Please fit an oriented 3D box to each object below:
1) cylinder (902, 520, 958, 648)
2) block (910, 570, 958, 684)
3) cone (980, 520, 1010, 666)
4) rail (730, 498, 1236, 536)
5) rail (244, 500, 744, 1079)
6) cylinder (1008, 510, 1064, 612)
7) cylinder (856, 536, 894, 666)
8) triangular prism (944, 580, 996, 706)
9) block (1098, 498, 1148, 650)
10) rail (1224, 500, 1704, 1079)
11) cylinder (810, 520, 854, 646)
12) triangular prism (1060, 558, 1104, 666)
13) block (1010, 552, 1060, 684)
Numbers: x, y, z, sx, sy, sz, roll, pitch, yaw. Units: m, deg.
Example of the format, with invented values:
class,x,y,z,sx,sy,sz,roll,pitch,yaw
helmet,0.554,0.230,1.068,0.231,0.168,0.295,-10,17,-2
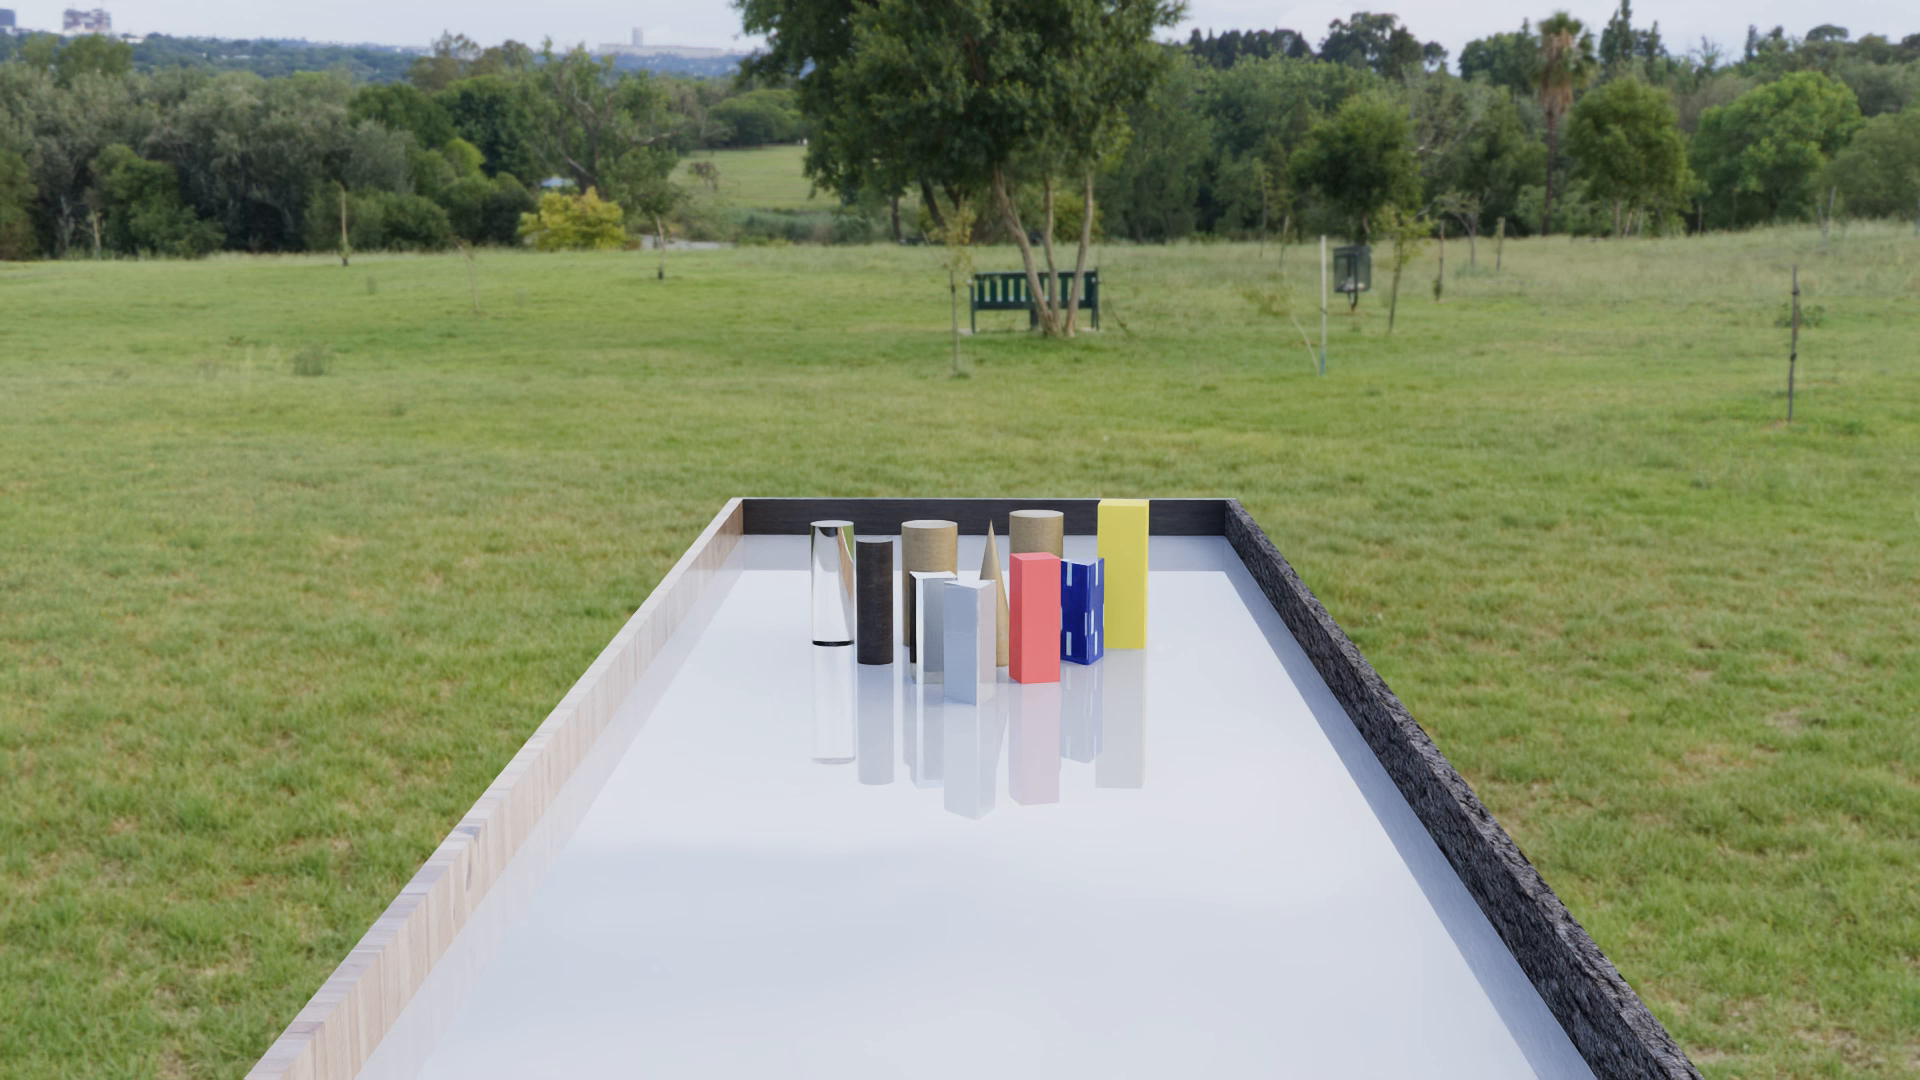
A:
class,x,y,z,sx,sy,sz,roll,pitch,yaw
cylinder,-0.095,0.138,6.917,0.176,0.381,0.176,0,9,0
block,-0.078,0.254,6.411,0.120,0.312,0.120,-2,9,-11
cone,0.094,0.153,6.652,0.170,0.436,0.170,0,9,0
rail,0.099,-0.098,9.147,2.100,0.150,0.050,0,9,1
rail,-1.004,0.839,3.234,0.050,0.150,12.000,0,9,1
cylinder,0.240,0.120,6.942,0.171,0.411,0.171,0,9,0
cylinder,-0.258,0.184,6.655,0.111,0.374,0.111,0,9,0
triangular prism,0.051,0.282,6.176,0.127,0.330,0.147,-8,12,-40
block,0.511,0.105,6.907,0.148,0.450,0.148,1,9,9
rail,1.046,0.843,3.208,0.050,0.150,12.000,0,9,1
cylinder,-0.401,0.136,6.932,0.136,0.381,0.136,0,9,0
triangular prism,0.387,0.211,6.703,0.133,0.305,0.154,-7,12,-39
block,0.218,0.227,6.417,0.118,0.364,0.118,-3,9,-16
